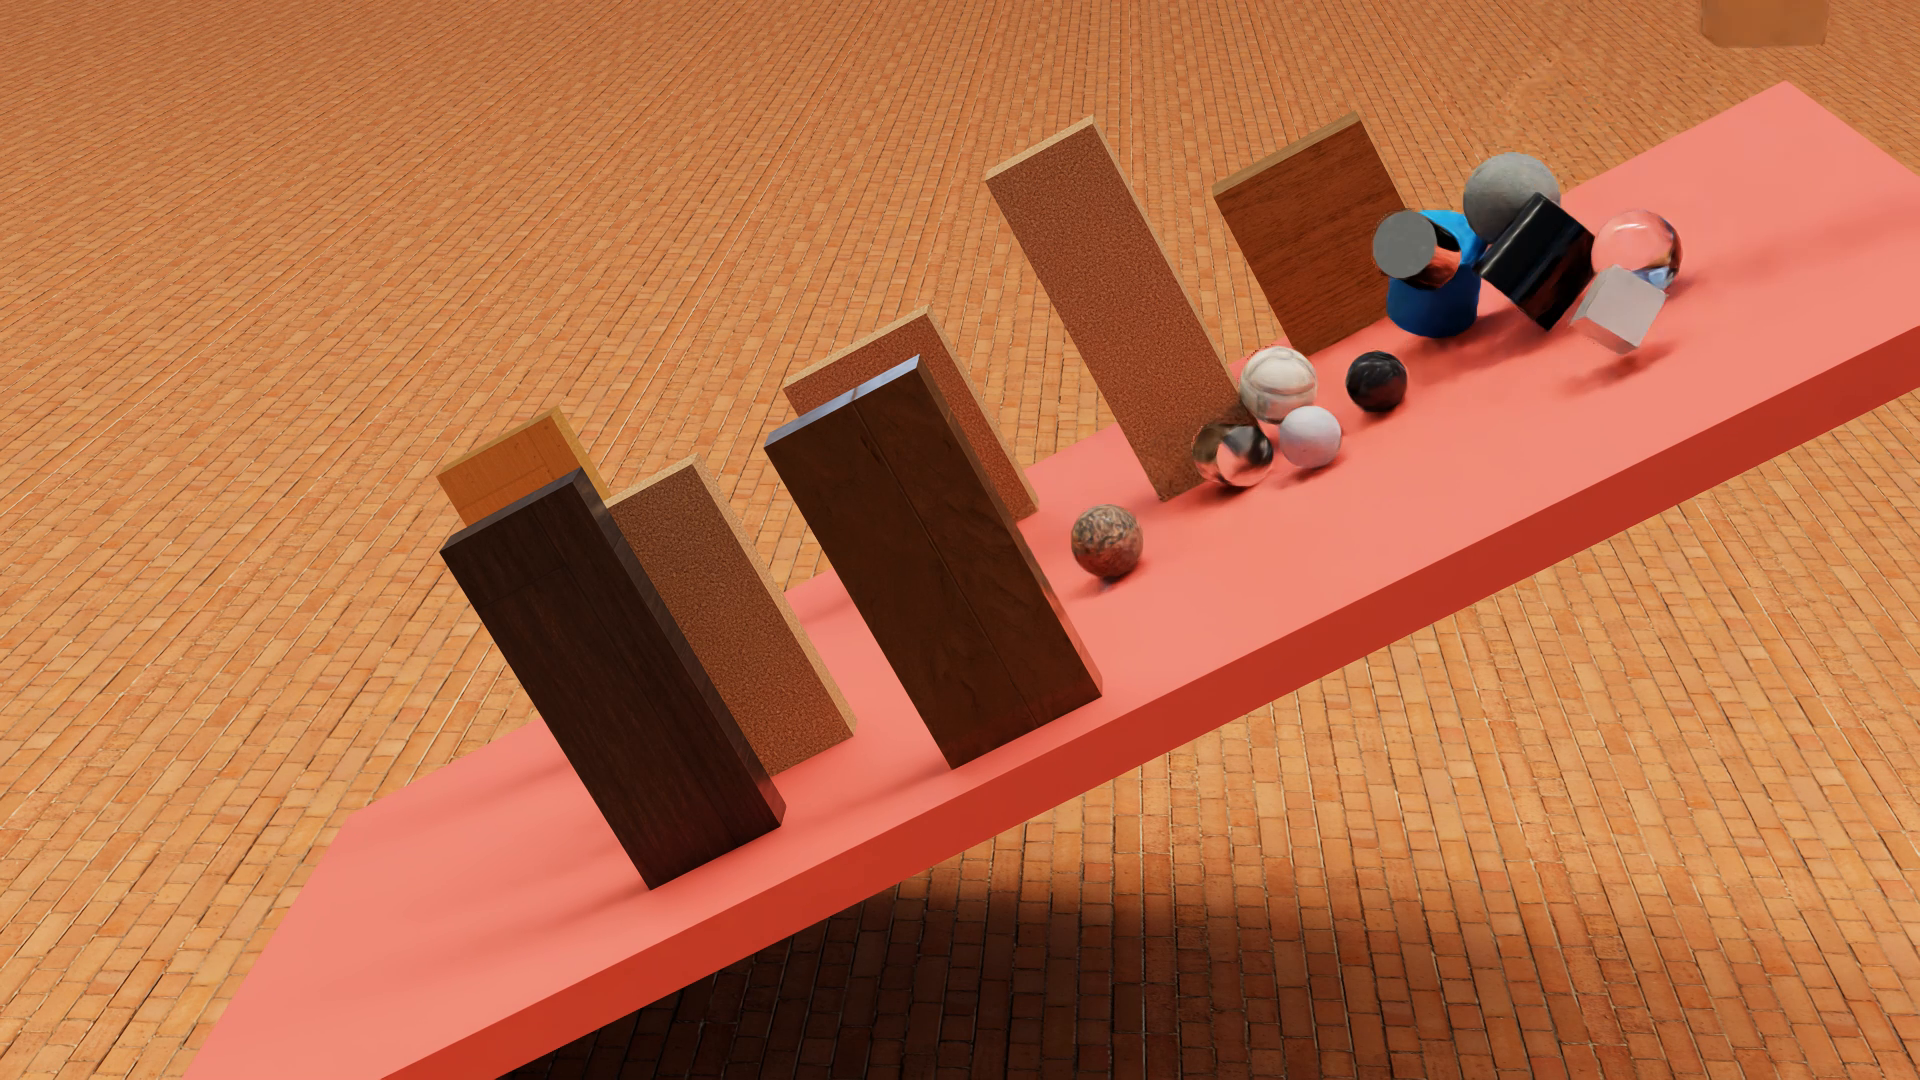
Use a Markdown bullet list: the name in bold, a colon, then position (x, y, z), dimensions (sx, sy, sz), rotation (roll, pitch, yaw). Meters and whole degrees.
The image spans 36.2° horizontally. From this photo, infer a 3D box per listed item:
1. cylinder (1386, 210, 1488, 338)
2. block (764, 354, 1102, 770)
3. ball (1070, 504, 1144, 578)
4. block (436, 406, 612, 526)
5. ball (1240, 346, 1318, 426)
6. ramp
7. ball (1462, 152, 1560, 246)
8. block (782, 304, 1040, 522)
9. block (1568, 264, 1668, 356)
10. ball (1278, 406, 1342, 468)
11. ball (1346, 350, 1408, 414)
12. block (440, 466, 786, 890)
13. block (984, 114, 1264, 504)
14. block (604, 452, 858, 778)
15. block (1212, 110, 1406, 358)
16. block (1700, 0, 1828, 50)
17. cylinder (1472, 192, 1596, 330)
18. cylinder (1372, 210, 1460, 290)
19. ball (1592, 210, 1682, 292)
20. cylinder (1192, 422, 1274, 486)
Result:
- **cylinder**: position (1.024, -0.573, 6.325), dimensions (0.195, 0.195, 0.195), rotation (0, 44, 0)
- **block**: position (-0.044, 0.046, 5.410), dimensions (0.316, 0.707, 0.102), rotation (-27, 14, 11)
- **ball**: position (0.301, 0.002, 6.021), dimensions (0.152, 0.152, 0.152), rotation (0, 18, 0)
- **block**: position (-0.873, 0.092, 6.792), dimensions (0.308, 0.756, 0.088), rotation (-27, 14, 11)
- **ball**: position (0.679, -0.327, 6.261), dimensions (0.167, 0.167, 0.167), rotation (0, 18, 0)
- **ramp**: position (0.141, 0.167, 6.282), dimensions (4.000, 0.100, 2.000), rotation (-27, 14, 11)
- **ball**: position (1.161, -0.713, 6.192), dimensions (0.203, 0.203, 0.203), rotation (0, 18, 0)
- **block**: position (-0.111, -0.221, 6.821), dimensions (0.379, 0.535, 0.099), rotation (-27, 14, 11)
- **block**: position (1.242, -0.434, 5.551), dimensions (0.116, 0.116, 0.116), rotation (31, -5, 0)
- **ball**: position (0.712, -0.209, 5.985), dimensions (0.129, 0.129, 0.129), rotation (0, 18, 0)
- **ball**: position (0.863, -0.328, 6.095), dimensions (0.129, 0.129, 0.129), rotation (0, 18, 0)
- **block**: position (-0.664, 0.273, 5.682), dimensions (0.297, 0.789, 0.103), rotation (-27, 14, 11)
- **block**: position (0.359, -0.489, 6.275), dimensions (0.255, 0.799, 0.116), rotation (-27, 14, 11)
- **block**: position (-0.543, 0.198, 5.983), dimensions (0.395, 0.653, 0.090), rotation (-27, 14, 11)
- **block**: position (0.849, -0.703, 6.792), dimensions (0.372, 0.436, 0.142), rotation (-27, 14, 11)
- **block**: position (1.520, -1.048, 5.562), dimensions (0.197, 0.197, 0.197), rotation (-2, 19, 4)
- **cylinder**: position (1.194, -0.571, 6.031), dimensions (0.204, 0.204, 0.204), rotation (38, 9, -7)
- **cylinder**: position (0.951, -0.602, 6.129), dimensions (0.141, 0.141, 0.141), rotation (11, -1, 31)
- **ball**: position (1.349, -0.569, 5.865), dimensions (0.178, 0.178, 0.178), rotation (0, 18, 0)
- **cylinder**: position (0.571, -0.179, 6.160), dimensions (0.127, 0.127, 0.127), rotation (-6, 7, -19)
